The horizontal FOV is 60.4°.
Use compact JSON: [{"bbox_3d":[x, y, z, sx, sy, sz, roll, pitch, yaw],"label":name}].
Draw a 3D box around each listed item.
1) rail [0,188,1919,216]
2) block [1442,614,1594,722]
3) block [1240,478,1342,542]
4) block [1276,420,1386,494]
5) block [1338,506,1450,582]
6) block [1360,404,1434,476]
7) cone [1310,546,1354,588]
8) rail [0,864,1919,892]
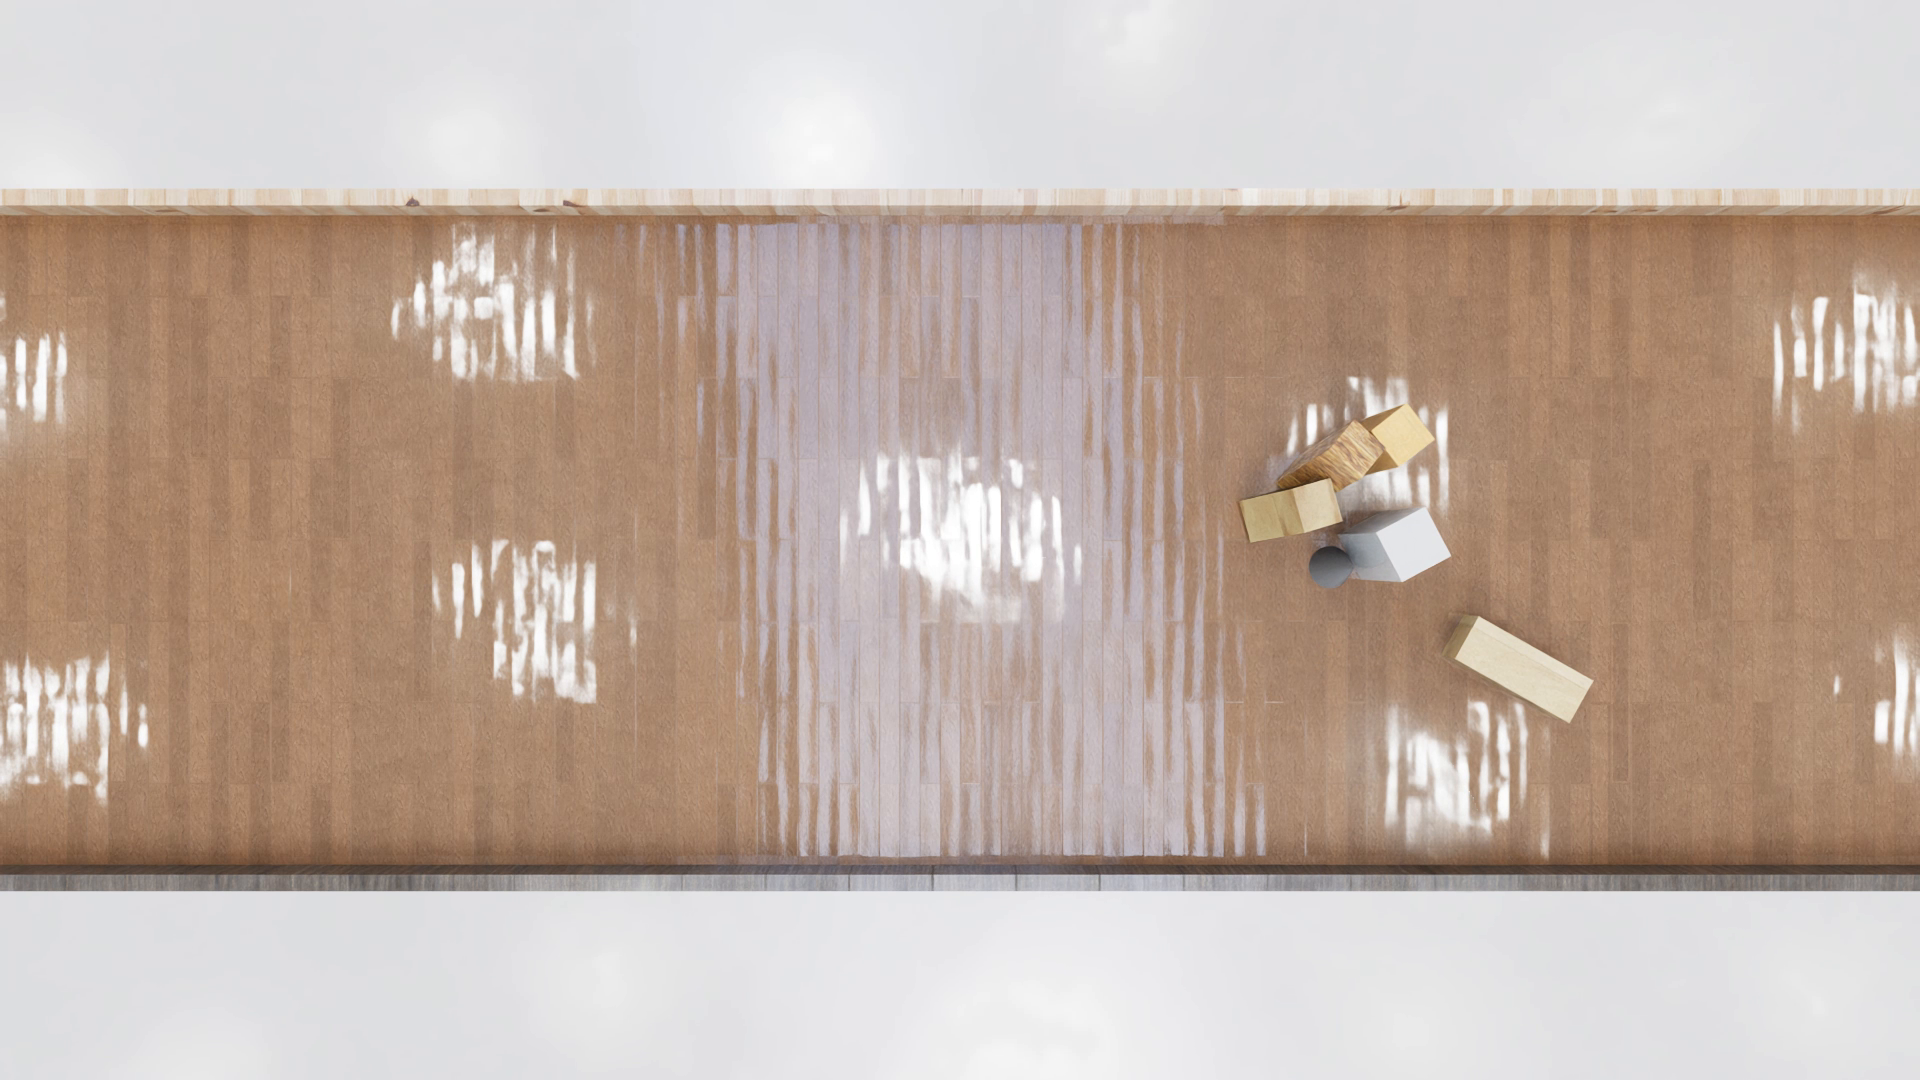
[{"bbox_3d":[-2.247,-1.025,5.002,12.000,0.150,0.050,0,90,0],"label":"rail"},{"bbox_3d":[1.687,0.388,5.004,0.392,0.145,0.145,29,90,0],"label":"block"},{"bbox_3d":[0.980,-0.086,4.902,0.130,0.324,0.130,-16,90,-19],"label":"block"},{"bbox_3d":[1.087,-0.217,4.860,0.121,0.417,0.121,42,75,0],"label":"block"},{"bbox_3d":[1.269,0.014,4.851,0.156,0.447,0.156,-28,90,-1],"label":"block"},{"bbox_3d":[1.251,-0.292,4.880,0.130,0.386,0.130,-38,90,-3],"label":"block"},{"bbox_3d":[1.138,0.082,4.914,0.130,0.323,0.130,0,89,0],"label":"cone"},{"bbox_3d":[-2.247,1.025,5.001,12.000,0.150,0.050,0,90,0],"label":"rail"}]
